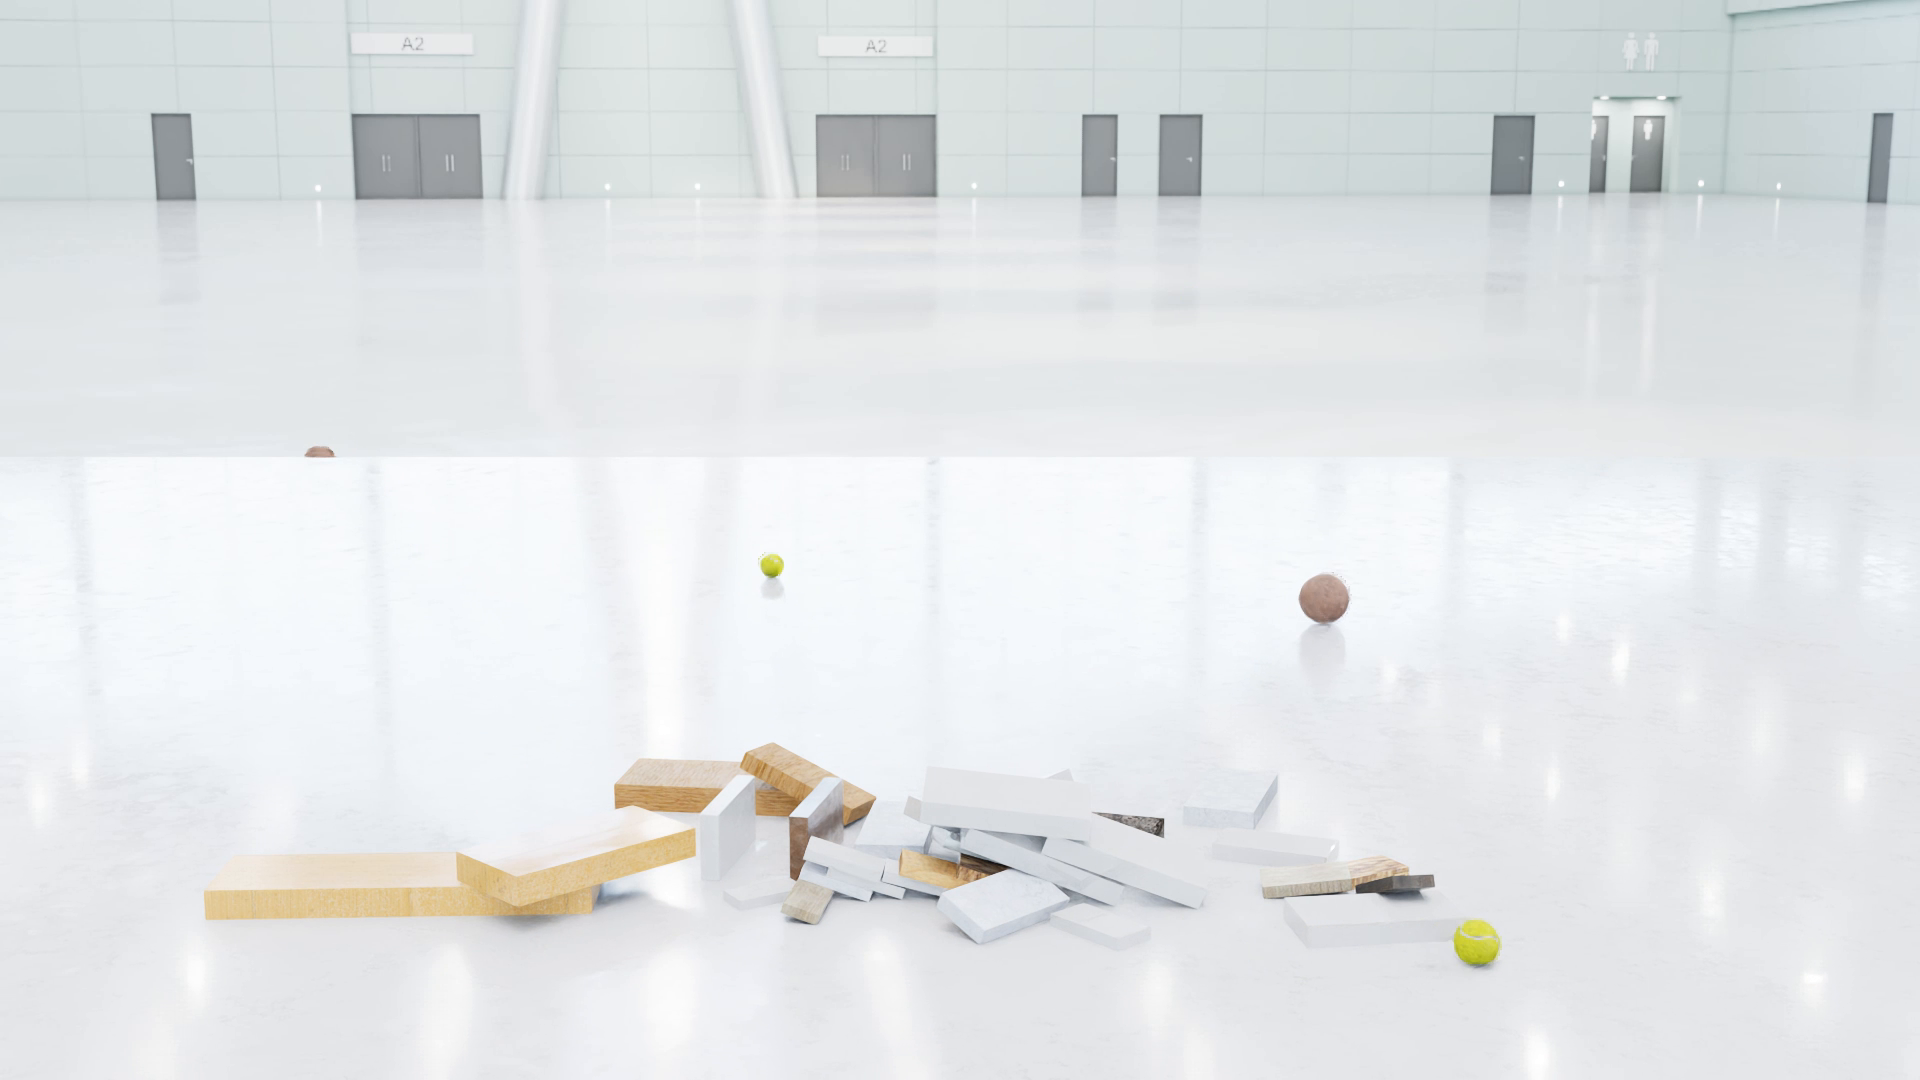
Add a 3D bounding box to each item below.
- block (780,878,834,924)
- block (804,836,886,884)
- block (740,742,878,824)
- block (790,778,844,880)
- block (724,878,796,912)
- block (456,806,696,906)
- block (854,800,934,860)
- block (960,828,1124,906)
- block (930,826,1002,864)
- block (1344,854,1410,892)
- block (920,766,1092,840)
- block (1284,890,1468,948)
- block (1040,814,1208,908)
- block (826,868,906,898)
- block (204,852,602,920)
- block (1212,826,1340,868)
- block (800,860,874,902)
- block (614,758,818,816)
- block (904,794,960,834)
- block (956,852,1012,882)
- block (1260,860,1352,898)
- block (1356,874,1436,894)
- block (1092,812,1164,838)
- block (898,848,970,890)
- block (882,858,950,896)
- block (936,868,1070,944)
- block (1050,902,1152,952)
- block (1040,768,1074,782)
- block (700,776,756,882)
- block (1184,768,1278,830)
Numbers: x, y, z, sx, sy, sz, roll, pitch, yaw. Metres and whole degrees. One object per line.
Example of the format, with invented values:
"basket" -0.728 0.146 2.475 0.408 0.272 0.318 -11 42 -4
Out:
"block" -0.248 0.587 3.582 0.061 0.017 0.122 19 13 4
"block" -0.191 0.530 3.652 0.131 0.019 0.066 18 12 0
"block" -0.281 0.450 4.081 0.233 0.033 0.117 26 13 17
"block" -0.248 0.502 3.822 0.033 0.117 0.233 2 11 11
"block" -0.323 0.586 3.642 0.122 0.017 0.061 -7 12 -32
"block" -0.632 0.519 3.640 0.353 0.050 0.176 -10 15 -44
"block" -0.110 0.523 3.938 0.121 0.034 0.251 1 11 6
"block" 0.135 0.511 3.650 0.275 0.039 0.137 22 18 -7
"block" 0.012 0.518 3.772 0.101 0.029 0.203 17 -5 -5
"block" 0.683 0.567 3.739 0.146 0.021 0.073 -6 12 -28
"block" 0.076 0.433 3.618 0.275 0.039 0.137 6 19 1
"block" 0.660 0.603 3.501 0.259 0.037 0.130 -1 11 -8
"block" 0.272 0.519 3.648 0.275 0.039 0.137 20 18 -2
"block" -0.156 0.559 3.665 0.131 0.019 0.066 17 12 -3
"block" -0.912 0.570 3.642 0.619 0.050 0.176 0 11 -3
"block" 0.552 0.542 3.850 0.203 0.029 0.101 4 11 21
"block" -0.203 0.565 3.659 0.122 0.017 0.061 19 12 3
"block" -0.461 0.469 4.182 0.353 0.050 0.176 1 11 7
"block" 0.034 0.492 3.770 0.241 0.034 0.121 18 -5 -15
"block" 0.069 0.561 3.653 0.149 0.021 0.075 16 10 -2
"block" 0.576 0.567 3.670 0.146 0.021 0.073 -7 15 6
"block" 0.707 0.564 3.581 0.073 0.021 0.146 0 -15 -14
"block" 0.225 0.522 3.932 0.259 0.037 0.130 3 11 17
"block" -0.027 0.554 3.654 0.149 0.021 0.075 16 10 -5
"block" -0.063 0.565 3.663 0.131 0.019 0.066 15 10 -2
"block" 0.071 0.582 3.531 0.203 0.029 0.101 -11 38 -45
"block" 0.223 0.613 3.487 0.075 0.021 0.149 -9 14 -41
"block" 0.095 0.478 4.050 0.121 0.034 0.241 -22 -5 37
"block" -0.403 0.500 3.835 0.033 0.117 0.233 2 11 10
"block" 0.510 0.486 4.131 0.130 0.037 0.259 3 11 18
